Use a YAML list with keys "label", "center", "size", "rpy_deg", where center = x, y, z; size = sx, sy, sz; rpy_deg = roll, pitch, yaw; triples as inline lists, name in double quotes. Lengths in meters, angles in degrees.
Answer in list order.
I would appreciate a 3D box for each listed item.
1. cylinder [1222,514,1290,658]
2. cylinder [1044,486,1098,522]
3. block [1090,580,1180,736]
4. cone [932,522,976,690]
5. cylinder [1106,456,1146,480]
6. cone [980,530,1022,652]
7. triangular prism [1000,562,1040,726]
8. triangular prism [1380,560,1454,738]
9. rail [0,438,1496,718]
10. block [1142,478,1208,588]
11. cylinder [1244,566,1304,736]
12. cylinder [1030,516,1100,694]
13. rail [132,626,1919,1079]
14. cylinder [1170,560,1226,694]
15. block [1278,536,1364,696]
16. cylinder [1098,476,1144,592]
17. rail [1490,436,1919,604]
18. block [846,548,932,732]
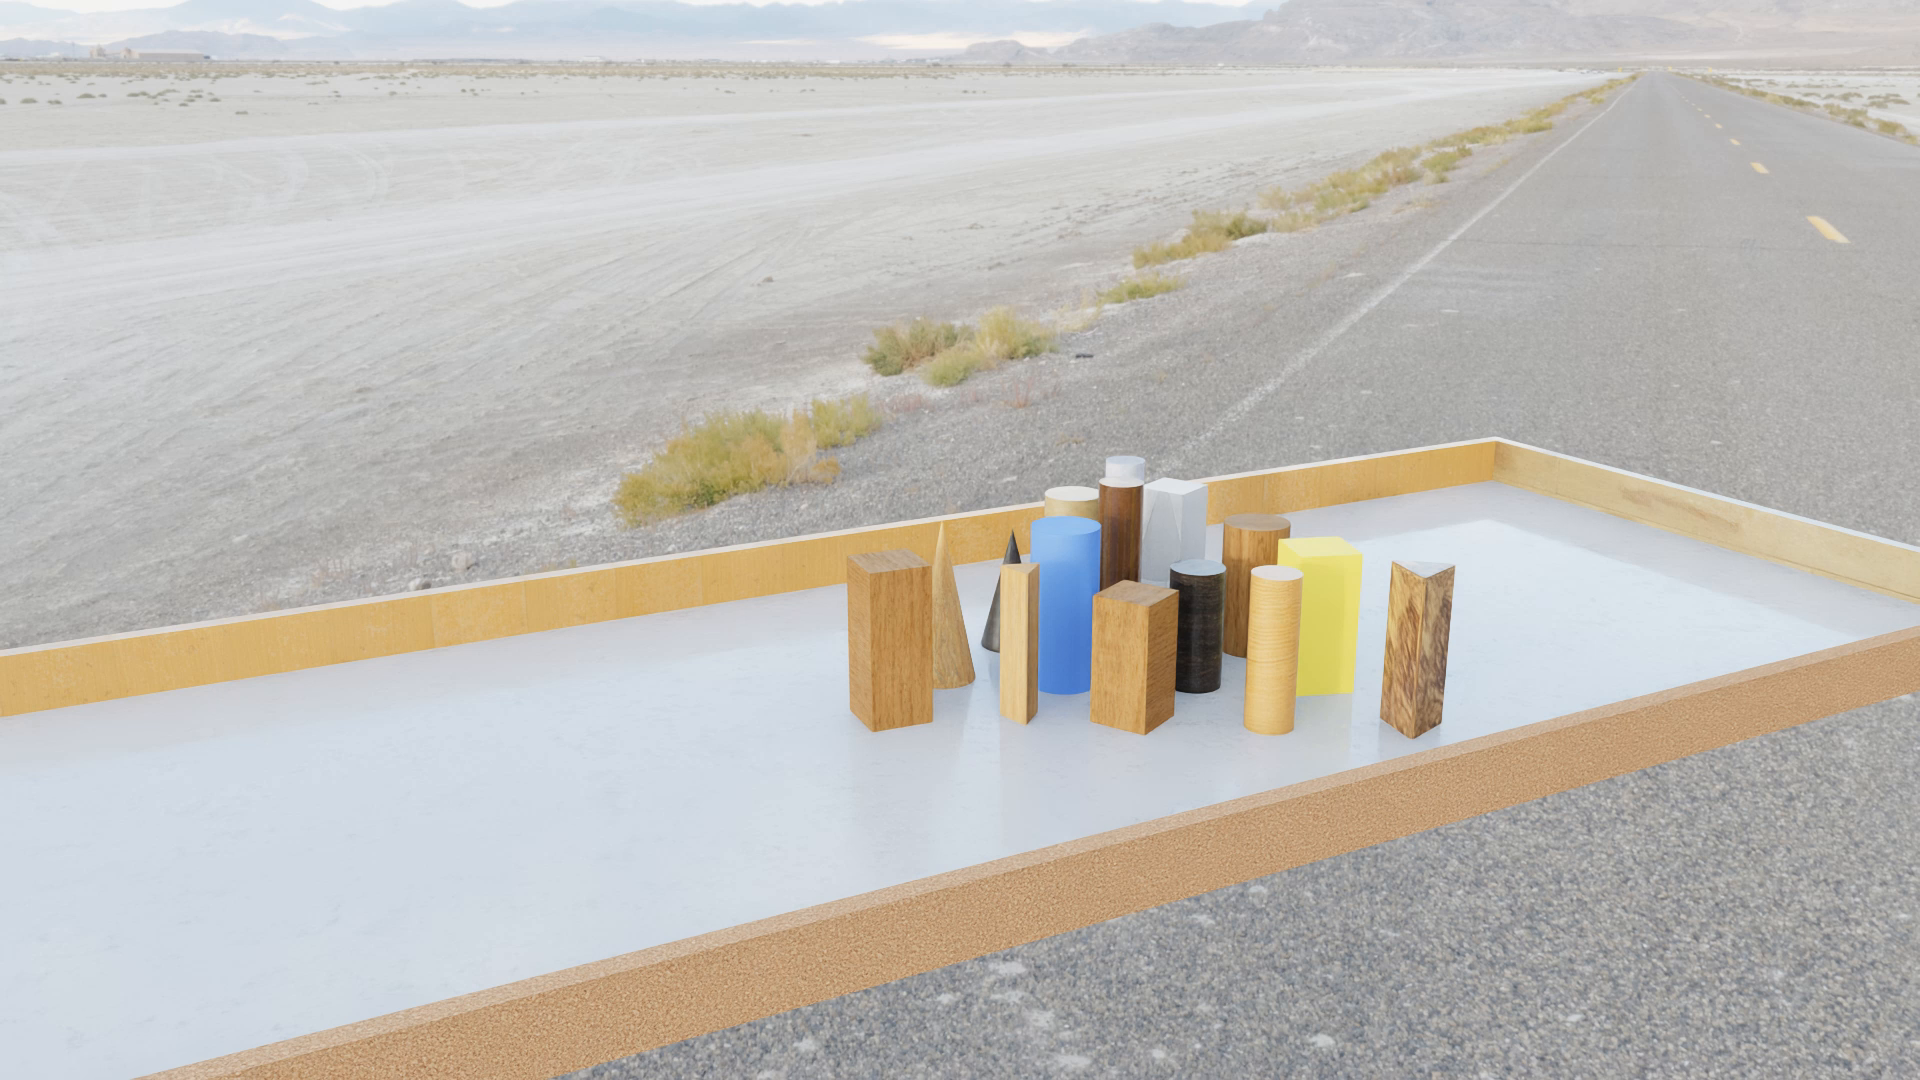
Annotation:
- label: "cylinder"
  center: [0.772, 0.119, 4.334]
  size: [0.171, 0.347, 0.171]
  rpy_deg: [0, 16, 0]
- label: "cylinder"
  center: [0.314, 0.041, 4.588]
  size: [0.161, 0.353, 0.161]
  rpy_deg: [0, 16, 0]
- label: "block"
  center: [0.409, 0.273, 3.869]
  size: [0.146, 0.314, 0.146]
  rpy_deg: [11, 20, 33]
- label: "cone"
  center: [-0.044, 0.147, 4.116]
  size: [0.167, 0.417, 0.167]
  rpy_deg: [0, 16, 0]
- label: "cylinder"
  center: [0.481, -0.050, 4.852]
  size: [0.114, 0.380, 0.114]
  rpy_deg: [0, 16, 0]
- label: "cone"
  center: [0.138, 0.122, 4.370]
  size: [0.165, 0.321, 0.165]
  rpy_deg: [0, 16, 0]
- label: "triangular prism"
  center: [0.155, 0.240, 3.879]
  size: [0.079, 0.373, 0.091]
  rpy_deg: [-13, 21, -38]
- label: "triangular prism"
  center: [1.043, 0.245, 3.827]
  size: [0.120, 0.390, 0.139]
  rpy_deg: [15, 22, 41]
- label: "rail"
  center: [-3.305, 0.497, 3.399]
  size: [12.000, 0.150, 0.050]
  rpy_deg: [-9, 18, -27]
- label: "block"
  center: [0.587, 0.031, 4.588]
  size: [0.139, 0.374, 0.139]
  rpy_deg: [12, 20, 35]
- label: "cylinder"
  center: [0.724, 0.255, 3.819]
  size: [0.118, 0.376, 0.118]
  rpy_deg: [0, 16, 0]
- label: "cylinder"
  center: [0.259, 0.160, 4.084]
  size: [0.172, 0.409, 0.172]
  rpy_deg: [0, 16, 0]
- label: "rail"
  center: [-2.336, 1.006, 1.665]
  size: [12.000, 0.150, 0.050]
  rpy_deg: [-9, 18, -27]
- label: "cylinder"
  center: [0.584, 0.213, 4.087]
  size: [0.137, 0.306, 0.137]
  rpy_deg: [0, 16, 0]
- label: "block"
  center: [0.881, 0.187, 4.083]
  size: [0.156, 0.357, 0.156]
  rpy_deg: [-3, 17, -9]
- label: "cylinder"
  center: [0.417, 0.068, 4.319]
  size: [0.117, 0.454, 0.117]
  rpy_deg: [0, 16, 0]
- label: "rail"
  center: [2.466, -0.048, 5.253]
  size: [0.050, 0.150, 2.100]
  rpy_deg: [-9, 18, -27]
- label: "block"
  center: [-0.165, 0.233, 3.875]
  size: [0.153, 0.387, 0.153]
  rpy_deg: [-7, 18, -23]
